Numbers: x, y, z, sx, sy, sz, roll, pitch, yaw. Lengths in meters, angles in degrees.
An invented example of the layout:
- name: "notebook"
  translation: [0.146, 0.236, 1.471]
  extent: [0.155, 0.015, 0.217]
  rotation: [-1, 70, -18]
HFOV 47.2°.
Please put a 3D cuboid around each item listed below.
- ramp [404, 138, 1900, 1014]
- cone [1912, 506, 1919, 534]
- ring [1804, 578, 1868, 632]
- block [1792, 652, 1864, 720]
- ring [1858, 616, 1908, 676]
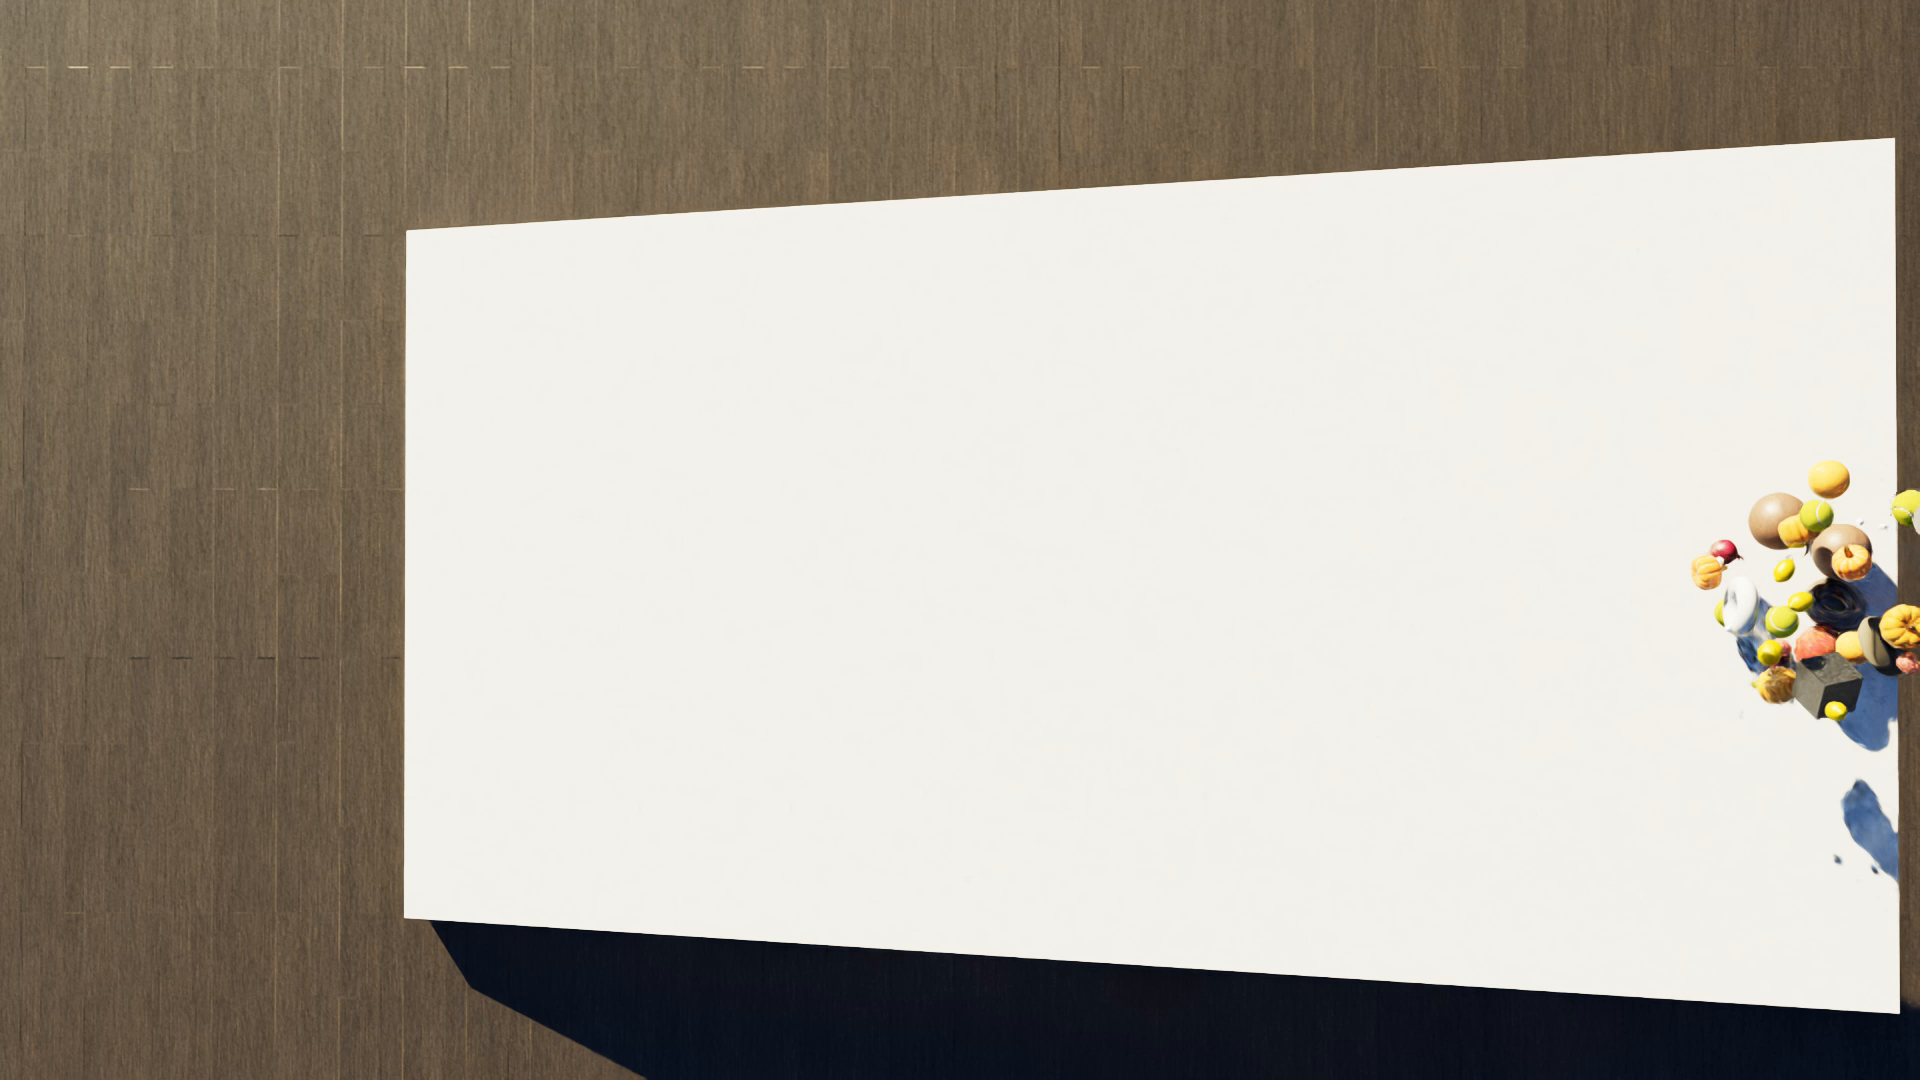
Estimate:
- name: "ramp"
  translation: [0.281, 0.089, 5.760]
  extent: [4.000, 0.100, 2.000]
  rotation: [0, 89, 20]
- name: "cone"
  translation: [1.667, -0.018, 3.763]
  extent: [0.083, 0.083, 0.083]
  rotation: [-4, 70, 11]
- name: "ring"
  translation: [1.998, 0.148, 5.020]
  extent: [0.141, 0.047, 0.141]
  rotation: [-1, 54, 1]
- name: "block"
  translation: [1.849, 0.310, 4.691]
  extent: [0.093, 0.093, 0.093]
  rotation: [-11, 126, -12]
- name: "ring"
  translation: [1.949, 0.224, 4.643]
  extent: [0.045, 0.135, 0.135]
  rotation: [-35, 89, 43]
